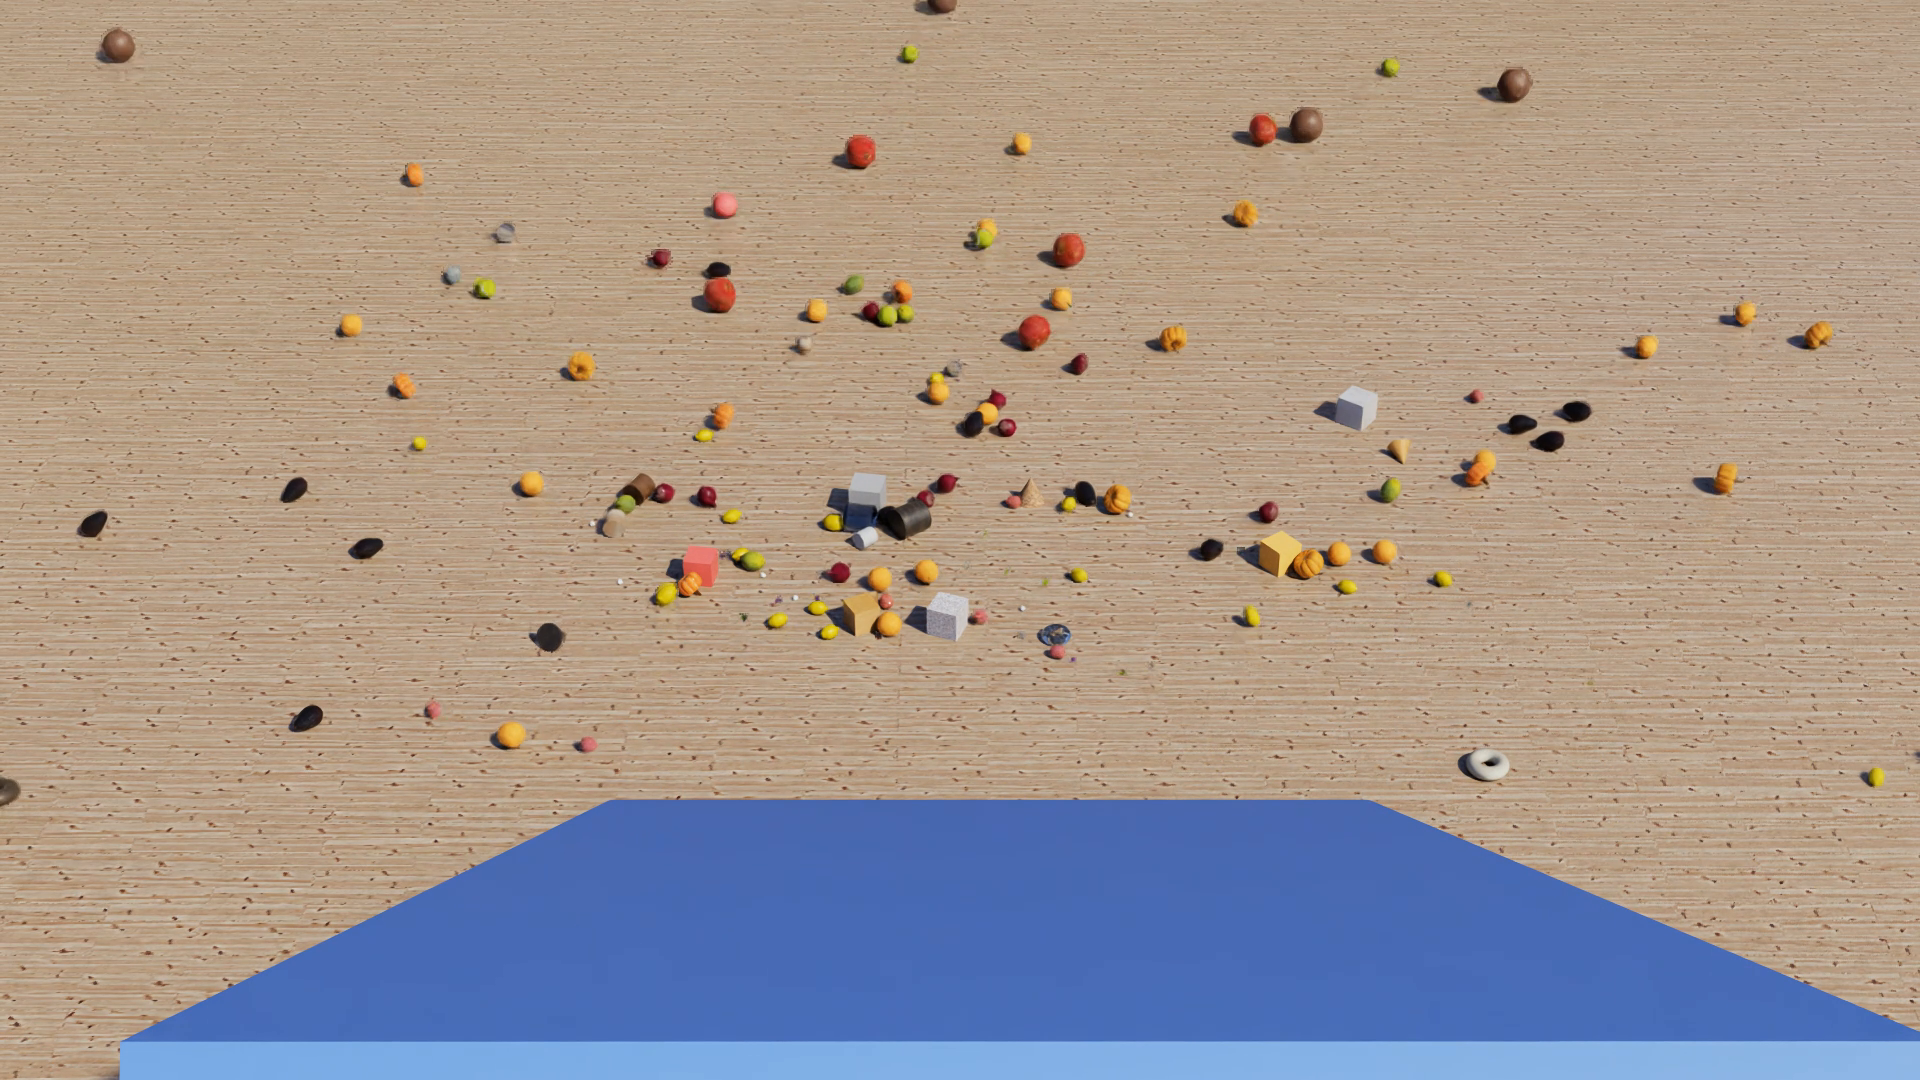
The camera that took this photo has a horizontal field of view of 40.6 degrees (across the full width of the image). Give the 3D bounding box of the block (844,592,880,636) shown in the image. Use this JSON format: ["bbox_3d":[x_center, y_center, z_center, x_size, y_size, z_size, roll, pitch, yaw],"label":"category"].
[{"bbox_3d":[-0.287,0.217,7.577,0.080,0.080,0.080,-17,39,-22],"label":"block"}]

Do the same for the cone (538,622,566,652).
[{"bbox_3d":[-1.164,0.277,7.528,0.086,0.086,0.086,19,13,25],"label":"cone"}]

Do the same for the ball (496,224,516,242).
[{"bbox_3d":[-1.655,-1.121,9.473,0.070,0.070,0.070,0,35,0],"label":"ball"}]

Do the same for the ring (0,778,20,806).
[{"bbox_3d":[-2.582,0.677,6.944,0.129,0.043,0.129,-3,22,1],"label":"ring"}]

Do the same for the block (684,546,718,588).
[{"bbox_3d":[-0.774,0.079,7.768,0.085,0.085,0.085,5,36,7],"label":"block"}]

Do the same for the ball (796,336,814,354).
[{"bbox_3d":[-0.527,-0.664,8.841,0.056,0.056,0.056,0,35,0],"label":"ball"}]

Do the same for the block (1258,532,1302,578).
[{"bbox_3d":[0.963,0.042,7.818,0.087,0.087,0.087,-23,42,-29],"label":"block"}]

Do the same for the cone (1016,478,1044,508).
[{"bbox_3d":[0.220,-0.160,8.102,0.089,0.089,0.089,0,35,0],"label":"cone"}]

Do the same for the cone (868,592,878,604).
[{"bbox_3d":[-0.254,0.199,7.646,0.069,0.069,0.069,-22,67,-28],"label":"cone"}]

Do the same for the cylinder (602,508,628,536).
[{"bbox_3d":[-1.058,-0.052,7.970,0.065,0.065,0.065,-8,58,-11],"label":"cylinder"}]

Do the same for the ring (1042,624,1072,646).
[{"bbox_3d":[0.280,0.275,7.540,0.087,0.029,0.087,0,36,0],"label":"ring"}]

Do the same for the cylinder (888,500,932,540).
[{"bbox_3d":[-0.154,-0.064,7.960,0.096,0.096,0.096,-22,41,-28],"label":"cylinder"}]

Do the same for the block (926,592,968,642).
[{"bbox_3d":[-0.036,0.222,7.559,0.093,0.093,0.093,13,37,18],"label":"block"}]

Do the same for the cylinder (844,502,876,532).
[{"bbox_3d":[-0.307,-0.069,7.974,0.088,0.088,0.088,5,36,8],"label":"cylinder"}]

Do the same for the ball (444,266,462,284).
[{"bbox_3d":[-1.800,-0.941,9.228,0.062,0.062,0.062,0,35,0],"label":"ball"}]

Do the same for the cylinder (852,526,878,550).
[{"bbox_3d":[-0.288,-0.006,7.914,0.055,0.055,0.055,-28,44,-34],"label":"cylinder"}]

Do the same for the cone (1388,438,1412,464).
[{"bbox_3d":[1.412,-0.272,8.307,0.076,0.076,0.076,-3,64,-4],"label":"cone"}]

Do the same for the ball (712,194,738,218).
[{"bbox_3d":[-0.869,-1.238,9.620,0.092,0.092,0.092,0,35,0],"label":"ball"}]

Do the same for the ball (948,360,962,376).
[{"bbox_3d":[-0.016,-0.576,8.722,0.050,0.050,0.050,0,35,0],"label":"ball"}]

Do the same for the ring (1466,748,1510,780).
[{"bbox_3d":[1.434,0.610,7.059,0.117,0.039,0.117,-1,34,0],"label":"ring"}]

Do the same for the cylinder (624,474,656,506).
[{"bbox_3d":[-1.001,-0.157,8.112,0.073,0.073,0.073,17,39,22],"label":"cylinder"}]

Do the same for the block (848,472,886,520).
[{"bbox_3d":[-0.286,-0.137,8.059,0.100,0.100,0.100,5,36,8],"label":"block"}]

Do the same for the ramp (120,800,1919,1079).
[{"bbox_3d":[0.078,0.667,4.848,2.000,0.100,4.000,0,-2,0],"label":"ramp"}]

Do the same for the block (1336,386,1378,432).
[{"bbox_3d":[1.295,-0.430,8.477,0.095,0.095,0.095,24,42,30],"label":"block"}]
